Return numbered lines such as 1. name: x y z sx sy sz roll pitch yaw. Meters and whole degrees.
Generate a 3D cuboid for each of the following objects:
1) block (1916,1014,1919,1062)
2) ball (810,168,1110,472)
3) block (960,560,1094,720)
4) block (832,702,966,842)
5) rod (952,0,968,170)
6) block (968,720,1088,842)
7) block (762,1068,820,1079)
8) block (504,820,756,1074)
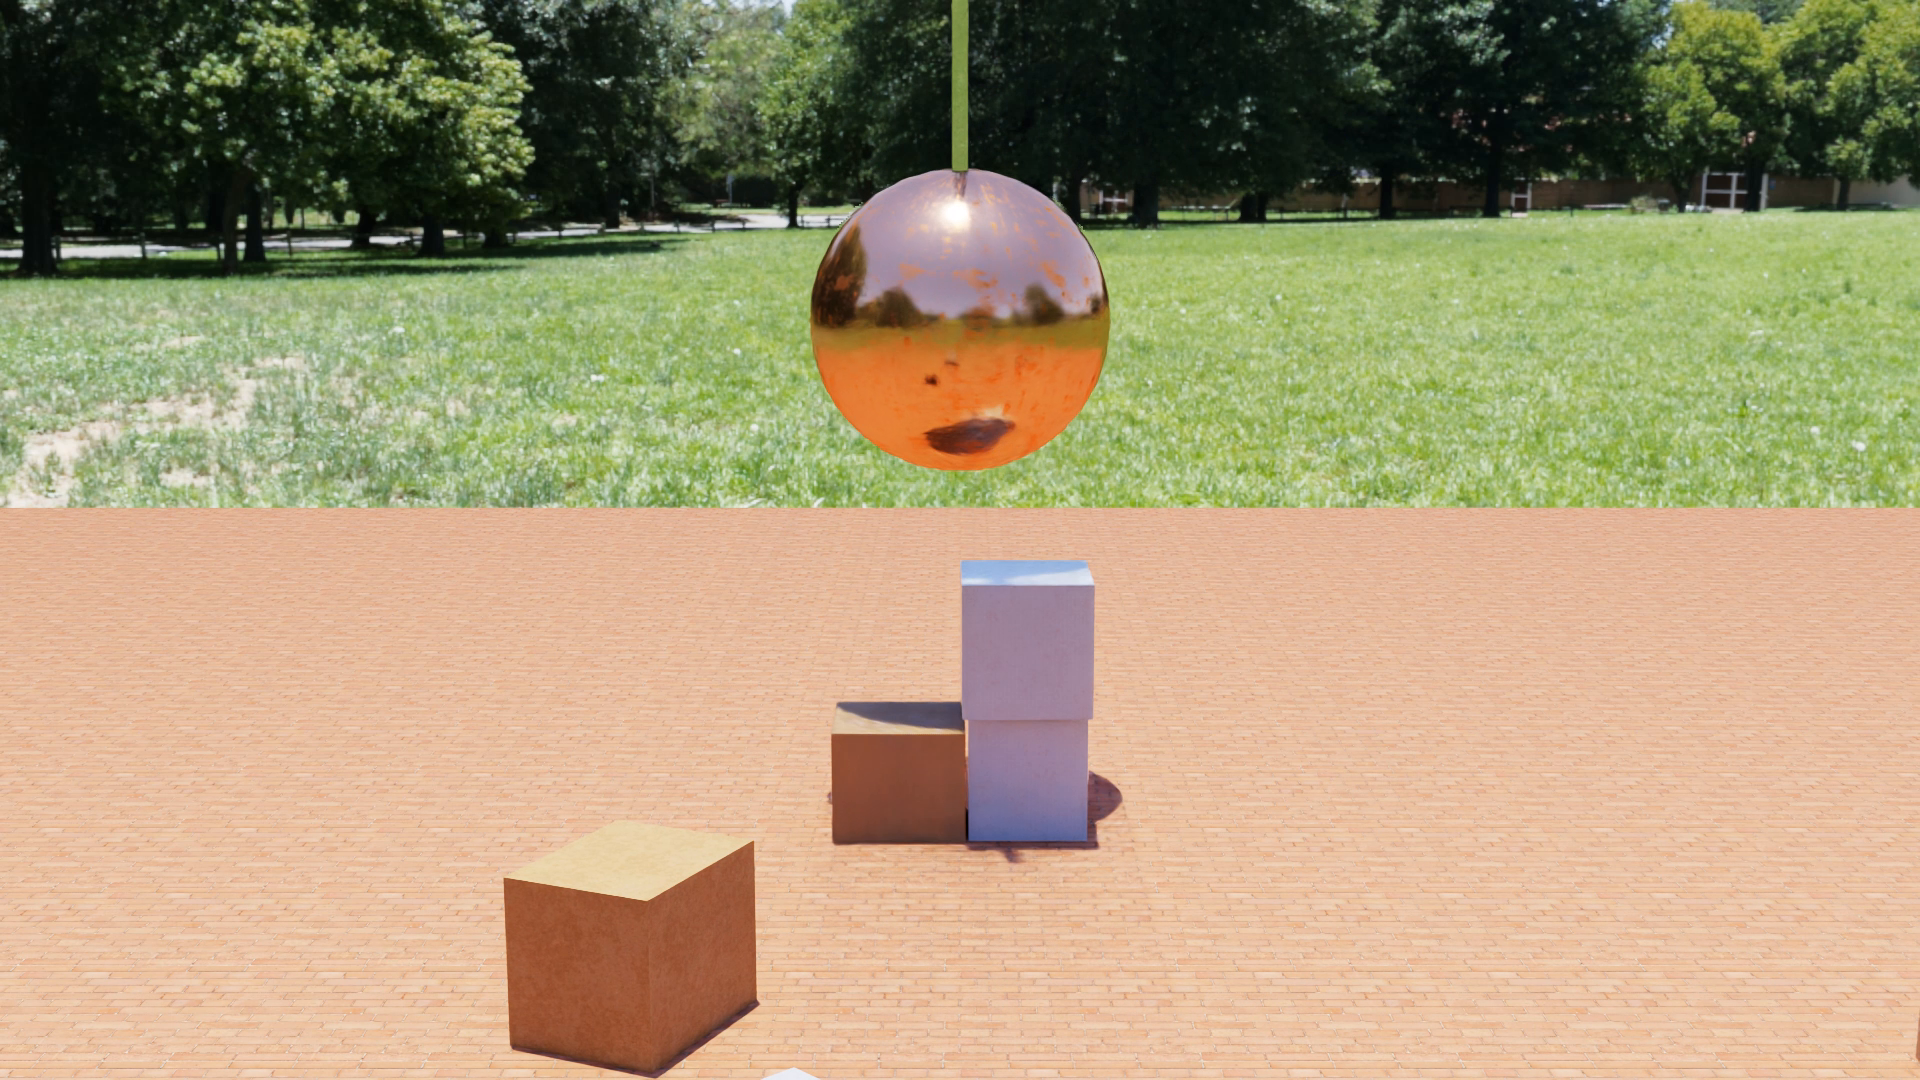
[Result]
1. block: 3.923 1.756 8.152 0.524 0.627 0.591 2 10 8
2. ball: 0.000 -1.163 11.679 1.600 1.600 1.600 0 10 0
3. block: 0.335 0.503 11.249 0.658 0.686 0.644 0 10 -1
4. block: -0.312 1.195 11.399 0.674 0.570 0.641 0 10 -1
5. rod: 0.000 -4.414 10.685 0.080 5.200 0.080 0 17 0
6. block: 0.344 1.157 11.387 0.601 0.650 0.575 0 10 0
7. block: -0.565 2.050 6.925 0.559 0.488 0.535 -10 14 -43
8. block: -1.305 1.605 8.812 0.655 0.690 0.806 5 11 24
